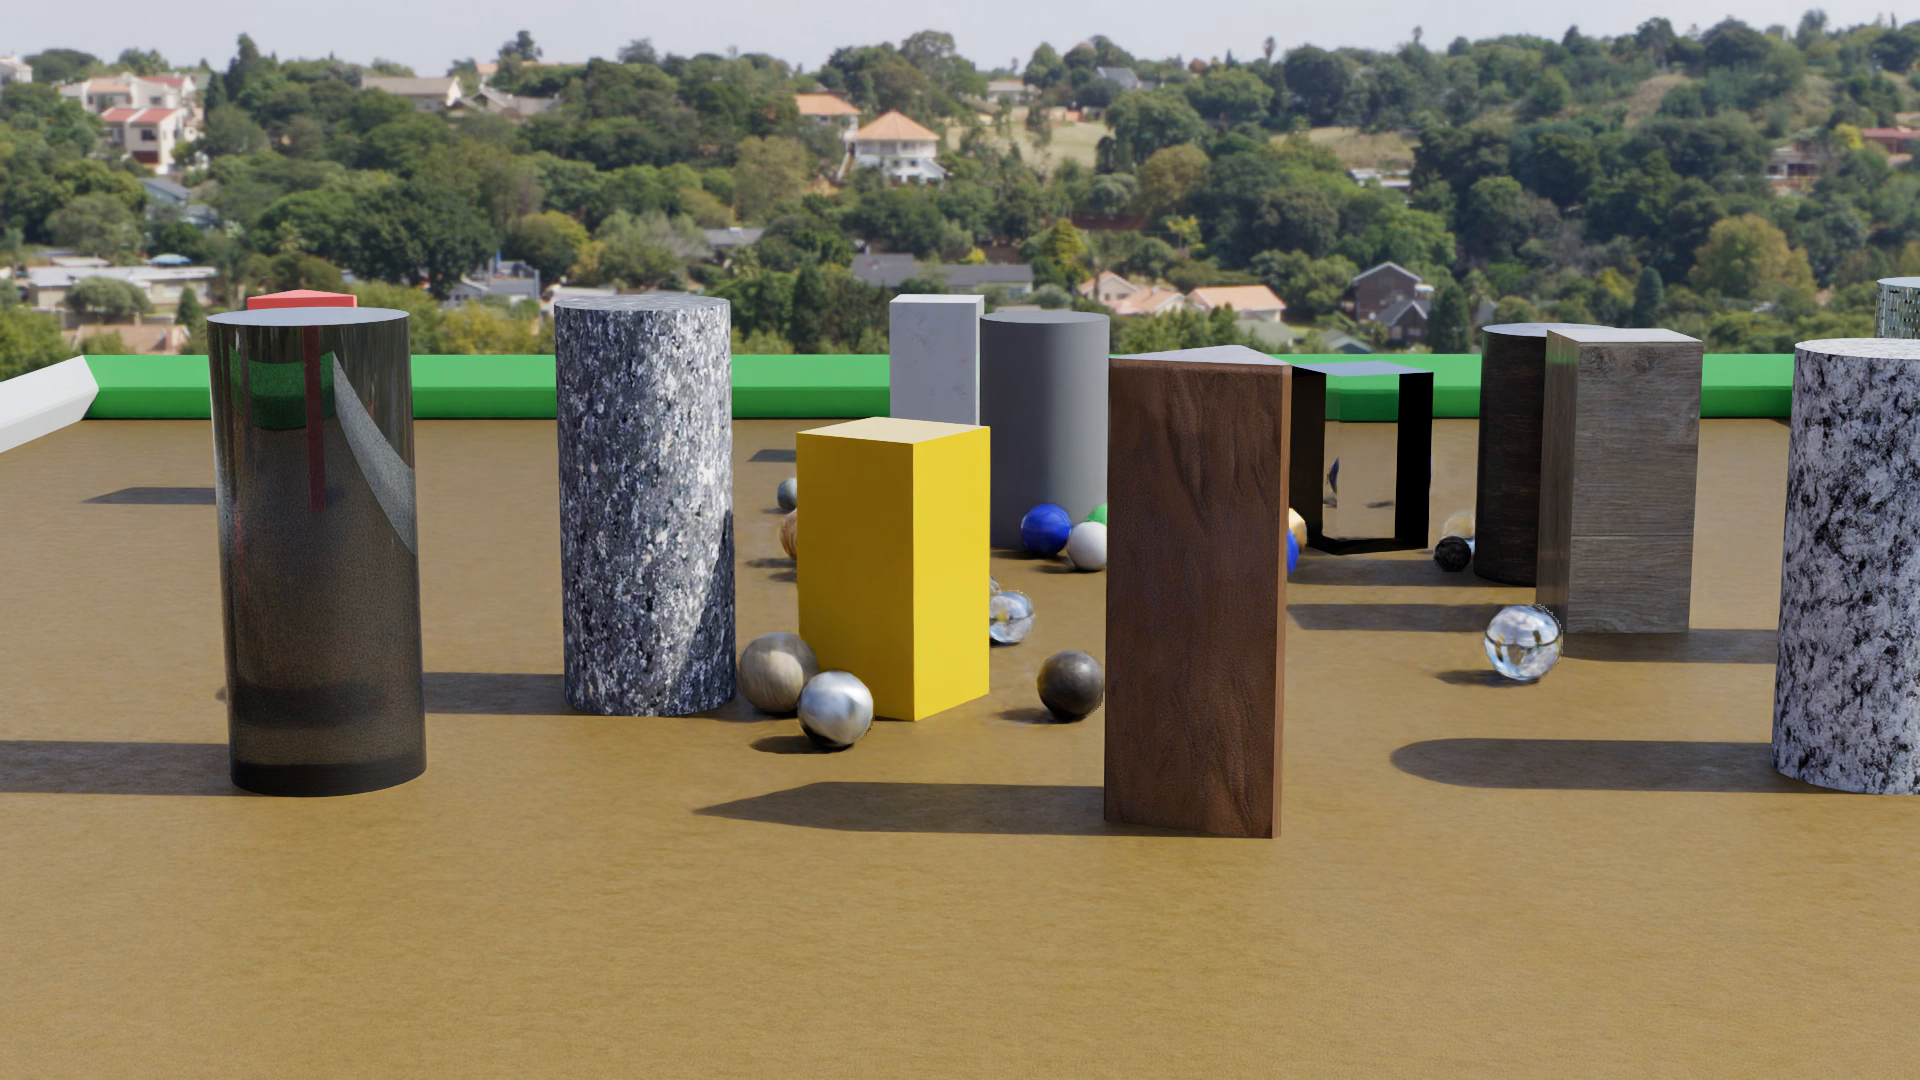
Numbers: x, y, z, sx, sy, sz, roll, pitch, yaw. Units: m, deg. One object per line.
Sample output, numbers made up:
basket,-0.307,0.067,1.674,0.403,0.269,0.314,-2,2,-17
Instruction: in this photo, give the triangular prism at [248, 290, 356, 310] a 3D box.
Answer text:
triangular prism,-1.115,-0.247,4.373,0.173,0.347,0.150,-3,11,-15

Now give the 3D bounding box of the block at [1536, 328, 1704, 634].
block,0.866,-0.081,3.383,0.160,0.380,0.160,0,10,-2

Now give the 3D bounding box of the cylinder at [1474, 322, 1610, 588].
cylinder,0.847,-0.125,3.691,0.200,0.355,0.200,0,10,0

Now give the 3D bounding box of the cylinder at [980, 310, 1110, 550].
cylinder,0.130,-0.172,3.972,0.200,0.347,0.200,0,10,0

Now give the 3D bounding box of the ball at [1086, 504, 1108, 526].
ball,0.228,-0.012,3.816,0.088,0.088,0.088,0,10,0

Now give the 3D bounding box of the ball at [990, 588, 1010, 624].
ball,0.042,0.087,3.396,0.046,0.046,0.046,0,10,0

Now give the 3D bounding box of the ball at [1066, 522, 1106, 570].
ball,0.192,0.009,3.747,0.072,0.072,0.072,0,10,0

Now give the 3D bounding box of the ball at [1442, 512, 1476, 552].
ball,0.760,-0.010,3.871,0.063,0.063,0.063,0,10,0

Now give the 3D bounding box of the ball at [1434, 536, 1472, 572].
ball,0.718,0.020,3.738,0.052,0.052,0.052,0,10,0

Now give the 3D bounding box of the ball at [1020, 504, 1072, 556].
ball,0.130,-0.015,3.859,0.079,0.079,0.079,0,10,0

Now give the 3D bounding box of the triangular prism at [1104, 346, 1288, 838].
triangular prism,0.248,0.043,2.509,0.173,0.454,0.150,4,11,20

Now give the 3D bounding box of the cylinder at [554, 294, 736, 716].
cylinder,-0.362,-0.044,2.965,0.200,0.461,0.200,0,10,0

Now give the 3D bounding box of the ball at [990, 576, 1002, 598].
ball,0.017,0.080,3.336,0.081,0.081,0.081,0,10,0

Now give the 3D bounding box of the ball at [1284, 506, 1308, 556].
ball,0.472,-0.008,3.801,0.085,0.085,0.085,0,10,0

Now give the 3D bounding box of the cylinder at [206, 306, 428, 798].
cylinder,-0.660,0.007,2.642,0.200,0.477,0.200,0,10,0

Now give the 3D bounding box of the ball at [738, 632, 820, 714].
ball,-0.206,0.151,2.921,0.093,0.093,0.093,0,10,0

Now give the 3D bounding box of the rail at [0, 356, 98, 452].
rail,-1.799,0.035,3.438,0.045,0.130,3.928,0,10,0

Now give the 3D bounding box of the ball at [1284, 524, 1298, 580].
ball,0.429,0.017,3.628,0.099,0.099,0.099,0,10,0

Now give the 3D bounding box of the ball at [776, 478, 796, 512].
ball,-0.277,-0.074,4.244,0.055,0.055,0.055,0,10,0

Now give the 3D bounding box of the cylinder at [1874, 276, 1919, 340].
cylinder,1.237,-0.090,3.207,0.200,0.462,0.200,0,10,0

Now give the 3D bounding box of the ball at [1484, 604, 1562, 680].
ball,0.675,0.122,3.079,0.091,0.091,0.091,0,10,0

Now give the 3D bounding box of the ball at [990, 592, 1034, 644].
ball,0.062,0.099,3.275,0.066,0.066,0.066,0,10,0

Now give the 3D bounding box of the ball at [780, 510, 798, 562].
ball,-0.224,-0.008,3.796,0.087,0.087,0.087,0,10,0

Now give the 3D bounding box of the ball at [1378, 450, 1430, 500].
ball,0.753,-0.111,4.353,0.087,0.087,0.087,0,10,0

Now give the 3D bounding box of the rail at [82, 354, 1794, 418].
rail,-0.011,-0.319,5.357,3.646,0.130,0.045,0,10,0

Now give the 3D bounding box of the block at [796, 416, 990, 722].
block,-0.076,0.029,2.966,0.160,0.316,0.160,7,12,32

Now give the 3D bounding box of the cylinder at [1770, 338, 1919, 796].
cylinder,0.955,0.022,2.654,0.200,0.443,0.200,0,10,0

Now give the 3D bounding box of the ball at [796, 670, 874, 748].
ball,-0.135,0.183,2.778,0.083,0.083,0.083,0,10,0

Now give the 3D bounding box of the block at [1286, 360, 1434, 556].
block,0.612,-0.129,3.942,0.160,0.271,0.160,-4,11,-21

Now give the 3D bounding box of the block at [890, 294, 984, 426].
block,-0.042,-0.303,4.808,0.160,0.299,0.160,1,11,6

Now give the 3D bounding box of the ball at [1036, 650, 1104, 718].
ball,0.125,0.163,2.901,0.077,0.077,0.077,0,10,0
